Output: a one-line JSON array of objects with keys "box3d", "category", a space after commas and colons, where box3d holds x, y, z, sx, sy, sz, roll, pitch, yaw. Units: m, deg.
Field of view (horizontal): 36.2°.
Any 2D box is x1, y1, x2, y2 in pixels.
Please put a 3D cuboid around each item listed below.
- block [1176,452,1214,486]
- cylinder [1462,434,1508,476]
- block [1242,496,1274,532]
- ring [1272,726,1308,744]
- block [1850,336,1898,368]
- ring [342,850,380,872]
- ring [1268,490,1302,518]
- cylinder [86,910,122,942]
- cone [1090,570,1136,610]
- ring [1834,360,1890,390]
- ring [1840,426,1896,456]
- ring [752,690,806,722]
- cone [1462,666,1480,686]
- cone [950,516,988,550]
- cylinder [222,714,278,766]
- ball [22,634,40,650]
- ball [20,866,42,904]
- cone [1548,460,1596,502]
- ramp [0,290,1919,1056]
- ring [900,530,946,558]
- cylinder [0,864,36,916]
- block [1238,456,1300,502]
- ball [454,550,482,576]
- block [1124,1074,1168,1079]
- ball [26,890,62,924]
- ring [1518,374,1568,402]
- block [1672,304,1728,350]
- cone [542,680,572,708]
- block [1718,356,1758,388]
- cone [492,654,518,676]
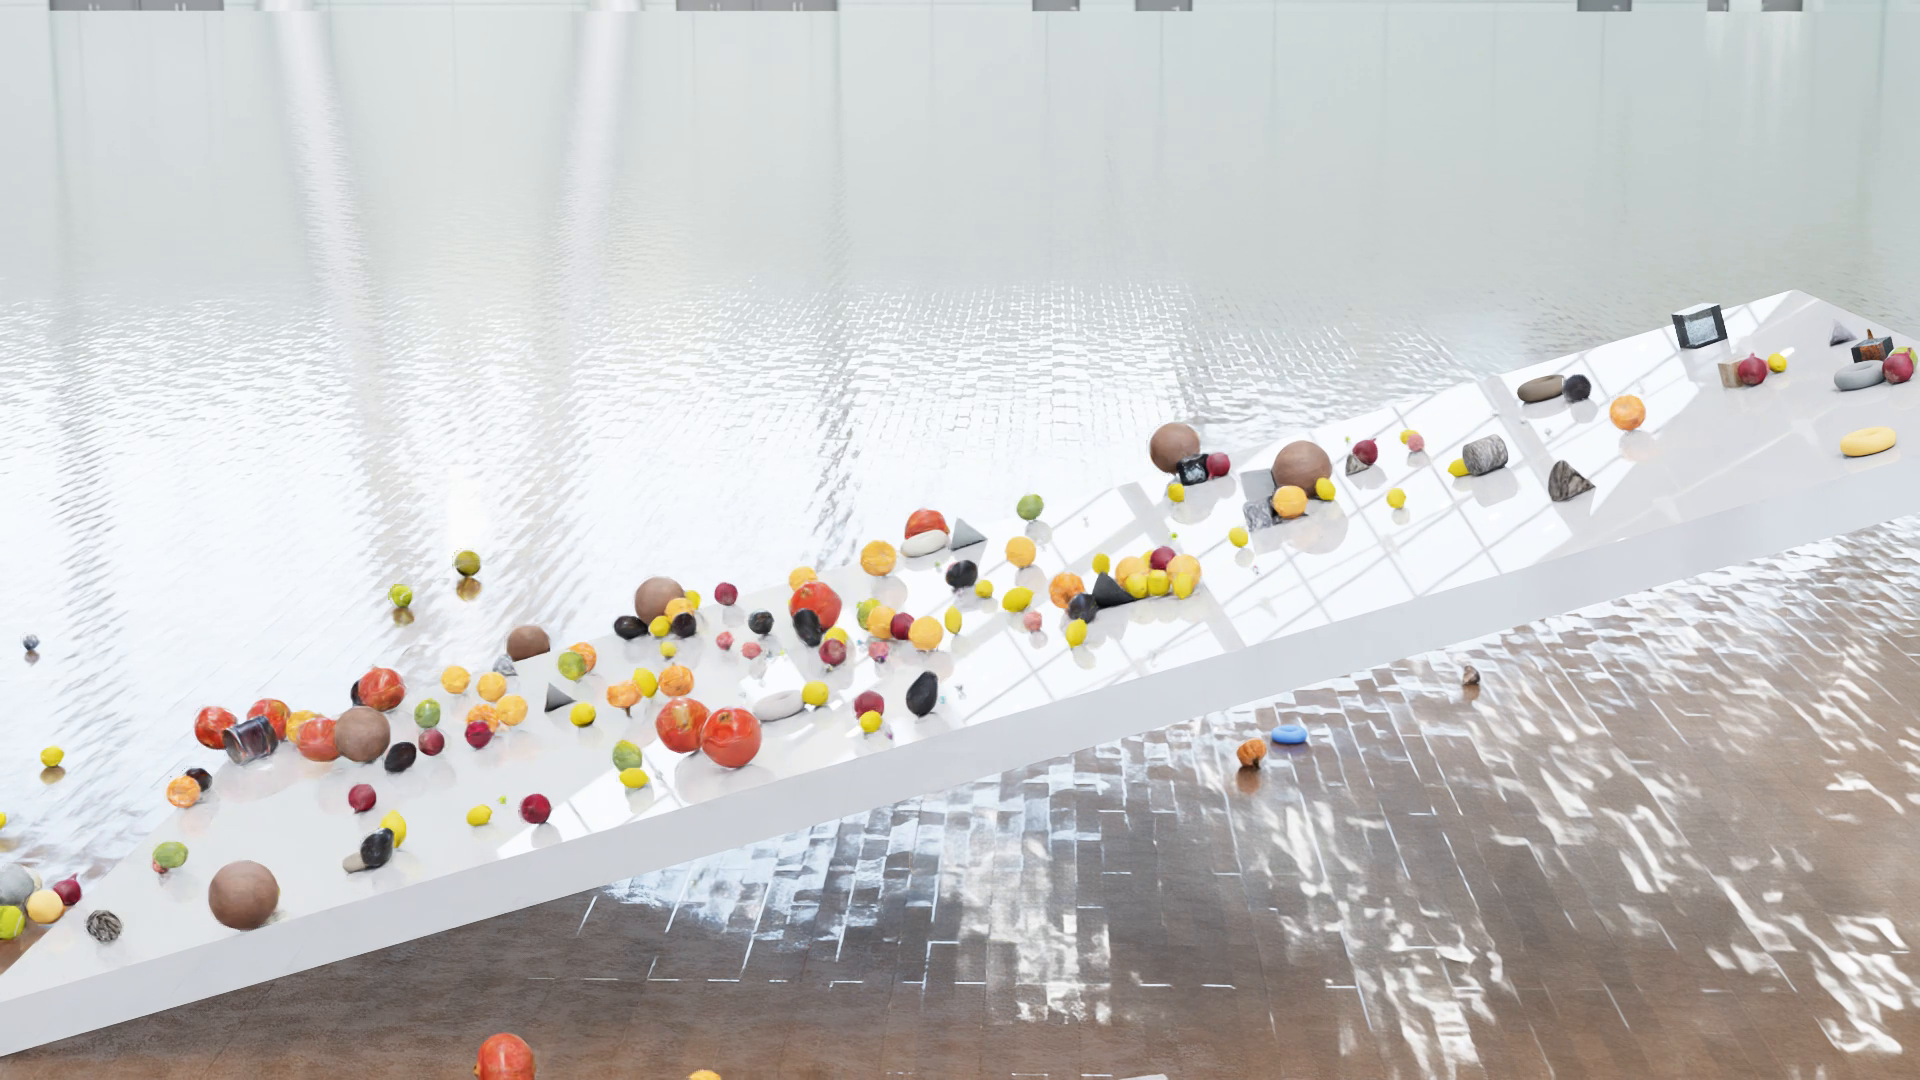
[{"box3d": [0.559, -0.168, 7.007, 0.060, 0.060, 0.060, -11, 11, 29], "category": "block"}, {"box3d": [1.094, -0.178, 6.128, 0.070, 0.070, 0.070, -20, 16, -16], "category": "cylinder"}, {"box3d": [0.637, -0.055, 6.272, 0.054, 0.054, 0.054, -15, 10, 12], "category": "block"}, {"box3d": [0.876, 0.517, 7.821, 0.097, 0.032, 0.097, -1, 12, 0], "category": "ring"}, {"box3d": [1.850, -0.372, 5.953, 0.060, 0.060, 0.060, -6, 15, 47], "category": "block"}, {"box3d": [-1.157, 0.619, 5.686, 0.075, 0.025, 0.075, -16, 10, 3], "category": "ring"}, {"box3d": [0.684, -0.074, 6.346, 0.116, 0.039, 0.116, -20, 7, 3], "category": "ring"}, {"box3d": [-1.665, 0.750, 5.720, 0.057, 0.057, 0.057, -5, 3, -25], "category": "cylinder"}, {"box3d": [0.318, 0.113, 5.942, 0.083, 0.083, 0.083, 15, 15, 18], "category": "cone"}, {"box3d": [1.800, -0.329, 5.873, 0.109, 0.036, 0.109, -17, 11, 3], "category": "ring"}, {"box3d": [1.643, -0.179, 5.323, 0.101, 0.034, 0.101, -15, 10, 3], "category": "ring"}, {"box3d": [-0.361, 0.332, 5.887, 0.112, 0.037, 0.112, -16, 11, 3], "category": "ring"}, {"box3d": [1.454, 0.401, 8.438, 0.058, 0.058, 0.058, 11, 42, 45], "category": "cone"}, {"box3d": [0.027, -0.010, 7.091, 0.087, 0.087, 0.087, 10, 11, 0], "category": "cone"}, {"box3d": [-1.727, 0.487, 7.153, 0.096, 0.096, 0.096, -24, 24, -36], "category": "cylinder"}, {"box3d": [-2.801, 0.306, 8.868, 0.050, 0.050, 0.050, 0, 11, 0], "category": "ball"}, {"box3d": [-2.042, 0.753, 6.410, 0.081, 0.081, 0.081, 0, 11, 0], "category": "ball"}, {"box3d": [1.194, -0.109, 5.683, 0.083, 0.083, 0.083, 8, 8, -18], "category": "cone"}, {"box3d": [0.093, 0.186, 6.317, 4.000, 0.100, 2.000, -16, 10, 5], "category": "ramp"}, {"box3d": [-0.089, 0.009, 7.184, 0.117, 0.039, 0.117, -18, 10, 3], "category": "ring"}, {"box3d": [-2.017, 0.741, 6.232, 0.078, 0.078, 0.078, 7, 36, 32], "category": "cylinder"}, {"box3d": [0.684, -0.127, 6.495, 0.086, 0.086, 0.086, -8, 14, 43], "category": "block"}, {"box3d": [-1.663, 0.079, 9.936, 0.091, 0.091, 0.091, 0, 11, 0], "category": "ball"}, {"box3d": [0.332, 1.001, 5.164, 0.090, 0.090, 0.090, -4, 12, -18], "category": "block"}, {"box3d": [-1.880, 0.753, 6.042, 0.070, 0.070, 0.070, 0, 11, 0], "category": "ball"}, {"box3d": [1.336, -0.348, 6.741, 0.121, 0.040, 0.121, -16, 9, 2], "category": "ring"}, {"box3d": [1.708, -0.494, 6.793, 0.082, 0.082, 0.082, -19, 10, -12], "category": "block"}, {"box3d": [-0.902, 0.360, 6.657, 0.067, 0.067, 0.067, 21, 4, -19], "category": "cone"}, {"box3d": [1.646, -0.356, 6.226, 0.054, 0.054, 0.054, -19, 10, -13], "category": "block"}, {"box3d": [-1.107, 0.320, 7.228, 0.061, 0.061, 0.061, 27, 25, 36], "category": "cone"}]
